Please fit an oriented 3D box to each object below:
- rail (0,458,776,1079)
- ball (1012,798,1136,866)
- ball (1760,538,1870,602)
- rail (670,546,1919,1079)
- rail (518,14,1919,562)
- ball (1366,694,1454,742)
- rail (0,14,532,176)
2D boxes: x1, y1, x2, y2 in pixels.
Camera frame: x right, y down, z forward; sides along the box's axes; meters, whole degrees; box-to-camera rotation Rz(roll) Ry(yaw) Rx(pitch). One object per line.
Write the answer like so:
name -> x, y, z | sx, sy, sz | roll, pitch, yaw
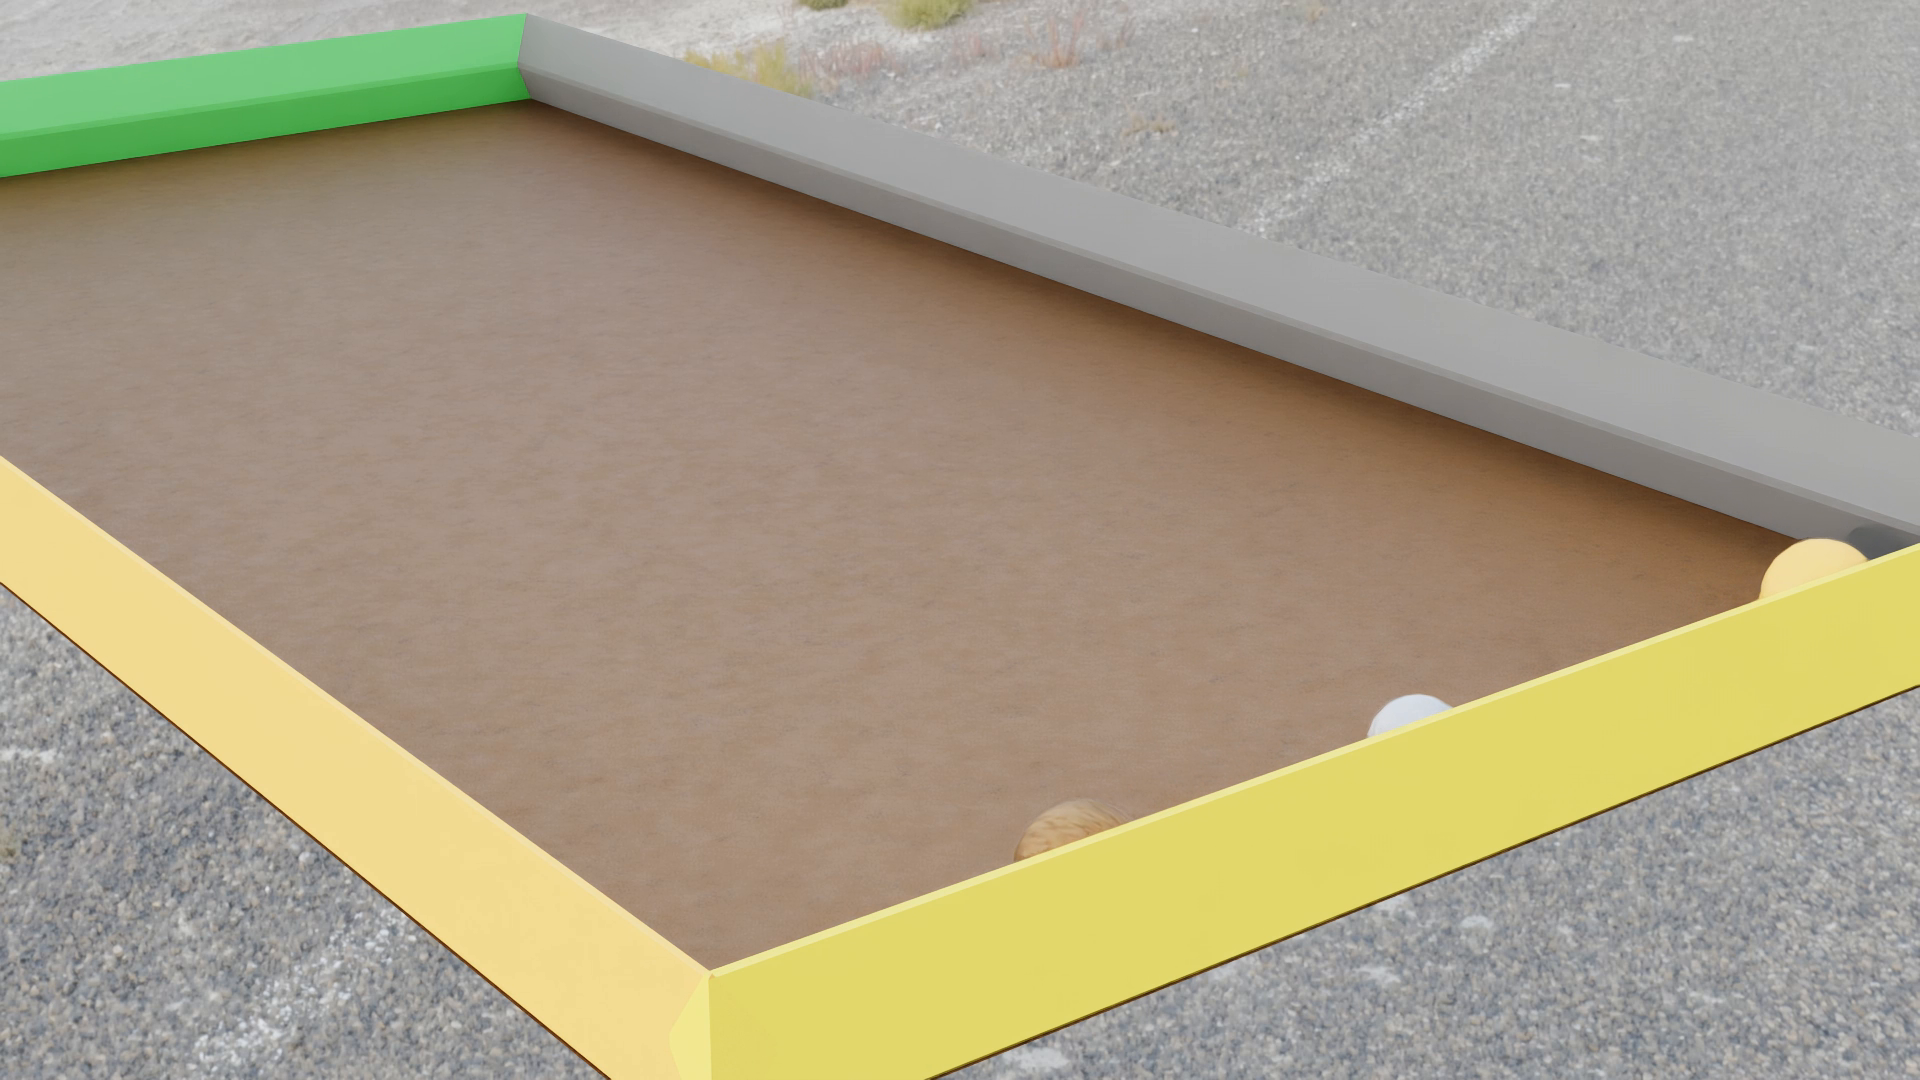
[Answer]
rail -> -0.917, -0.068, 2.695 | 0.045, 0.127, 2.619 | -15, 26, -34
ball -> 0.083, 0.222, 1.983 | 0.095, 0.095, 0.095 | 0, 21, 0
ball -> 0.713, 0.048, 2.435 | 0.098, 0.098, 0.098 | 0, 21, 0
rail -> 0.382, 0.156, 2.108 | 1.357, 0.127, 0.045 | -15, 26, -34
rail -> 0.125, -0.351, 3.435 | 0.045, 0.127, 2.619 | -15, 26, -34
ball -> 0.341, 0.153, 2.190 | 0.076, 0.076, 0.076 | 0, 21, 0
rail -> -1.174, -0.575, 4.022 | 1.357, 0.127, 0.045 | -15, 26, -34
